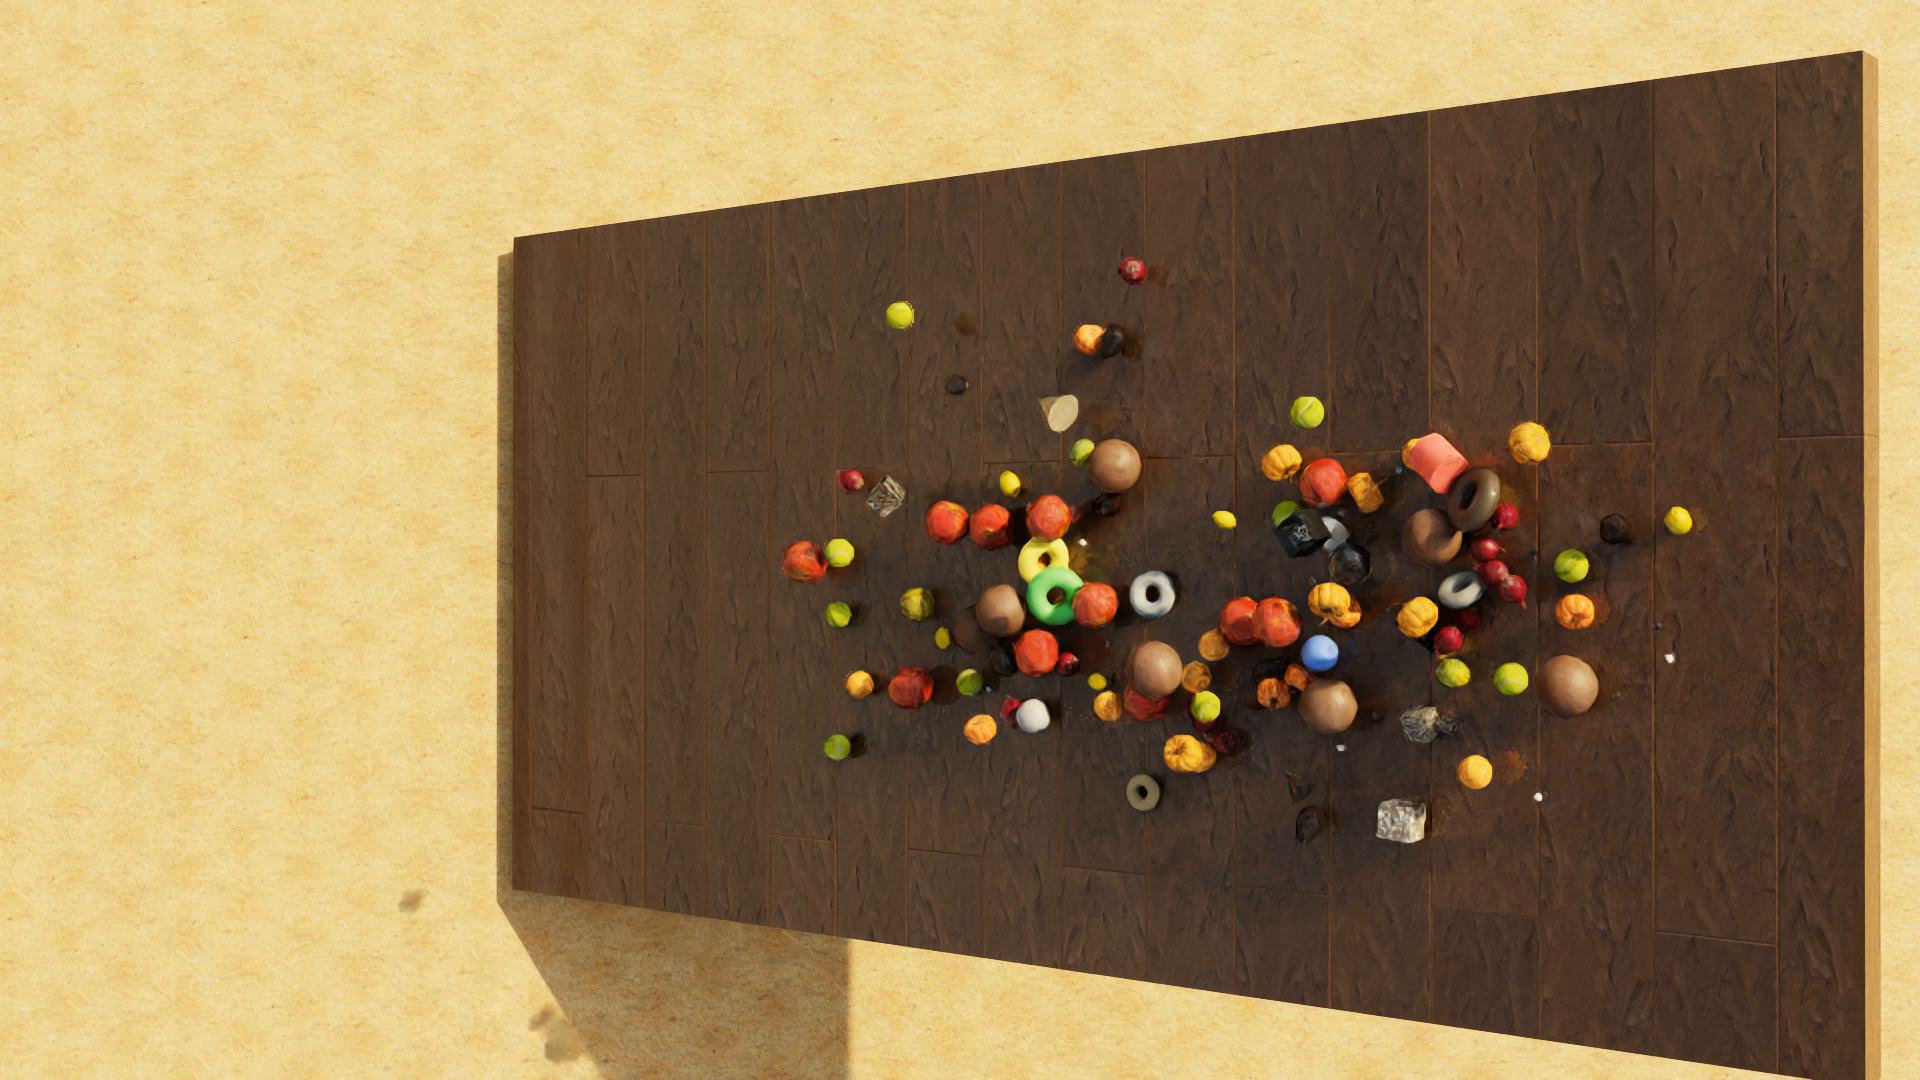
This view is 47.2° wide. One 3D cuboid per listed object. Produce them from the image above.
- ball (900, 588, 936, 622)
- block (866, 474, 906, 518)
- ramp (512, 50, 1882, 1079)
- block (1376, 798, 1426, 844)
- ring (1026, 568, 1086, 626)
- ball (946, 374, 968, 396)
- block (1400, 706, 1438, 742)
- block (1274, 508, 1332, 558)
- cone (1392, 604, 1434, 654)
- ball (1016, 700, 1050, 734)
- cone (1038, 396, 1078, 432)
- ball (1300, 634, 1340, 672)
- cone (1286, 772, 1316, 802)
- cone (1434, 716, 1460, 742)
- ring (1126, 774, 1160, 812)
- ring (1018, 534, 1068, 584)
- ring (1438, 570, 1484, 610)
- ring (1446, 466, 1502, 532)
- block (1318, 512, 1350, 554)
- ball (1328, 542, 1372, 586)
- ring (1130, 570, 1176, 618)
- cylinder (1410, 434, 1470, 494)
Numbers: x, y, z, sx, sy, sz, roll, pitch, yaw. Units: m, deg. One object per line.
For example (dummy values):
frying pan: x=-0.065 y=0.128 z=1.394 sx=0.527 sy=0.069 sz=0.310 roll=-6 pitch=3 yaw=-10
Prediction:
ball: x=-0.110 y=0.167 z=5.672 sx=0.091 sy=0.091 sz=0.091 roll=0 pitch=90 yaw=0
block: x=-0.190 y=-0.111 z=5.641 sx=0.068 sy=0.068 sz=0.068 roll=43 pitch=115 yaw=-14
ramp: x=0.217 y=0.062 z=5.532 sx=4.000 sy=0.100 sz=2.000 roll=0 pitch=90 yaw=39
block: x=0.963 y=0.612 z=4.796 sx=0.076 sy=0.076 sz=0.076 roll=6 pitch=95 yaw=36
ring: x=0.235 y=0.137 z=5.363 sx=0.147 sy=0.049 sz=0.147 roll=0 pitch=103 yaw=-1
ball: x=-0.008 y=-0.396 z=5.617 sx=0.055 sy=0.055 sz=0.055 roll=0 pitch=90 yaw=0
block: x=1.002 y=0.400 z=4.784 sx=0.058 sy=0.058 sz=0.058 roll=-2 pitch=111 yaw=38
block: x=0.755 y=-0.015 z=4.843 sx=0.076 sy=0.076 sz=0.076 roll=-44 pitch=67 yaw=36
cone: x=1.006 y=0.204 z=4.770 sx=0.098 sy=0.098 sz=0.098 roll=-24 pitch=75 yaw=0
ball: x=0.182 y=0.436 z=5.440 sx=0.085 sy=0.085 sz=0.085 roll=0 pitch=90 yaw=0
cone: x=0.221 y=-0.326 z=5.345 sx=0.096 sy=0.096 sz=0.096 roll=34 pitch=90 yaw=42
ball: x=0.808 y=0.256 z=4.936 sx=0.085 sy=0.085 sz=0.085 roll=0 pitch=90 yaw=0
cone: x=0.744 y=0.537 z=4.885 sx=0.066 sy=0.066 sz=0.066 roll=-40 pitch=61 yaw=0
cone: x=1.054 y=0.419 z=4.776 sx=0.054 sy=0.054 sz=0.054 roll=-1 pitch=124 yaw=0
ring: x=0.439 y=0.605 z=5.267 sx=0.090 sy=0.030 sz=0.090 roll=-2 pitch=87 yaw=39
ring: x=0.206 y=0.052 z=5.396 sx=0.138 sy=0.046 sz=0.138 roll=-8 pitch=107 yaw=-27
ring: x=1.072 y=0.106 z=4.708 sx=0.109 sy=0.109 sz=0.036 roll=-36 pitch=117 yaw=0
ring: x=1.084 y=-0.086 z=4.647 sx=0.049 sy=0.148 sz=0.148 roll=24 pitch=90 yaw=-21
block: x=0.819 y=-0.013 z=4.920 sx=0.065 sy=0.065 sz=0.065 roll=30 pitch=84 yaw=44
ball: x=0.867 y=0.054 z=4.882 sx=0.097 sy=0.097 sz=0.097 roll=0 pitch=90 yaw=0
ring: x=0.458 y=0.129 z=5.235 sx=0.116 sy=0.039 sz=0.116 roll=-3 pitch=82 yaw=24
cylinder: x=1.027 y=-0.164 z=4.717 sx=0.093 sy=0.093 sz=0.093 roll=-13 pitch=130 yaw=-16
